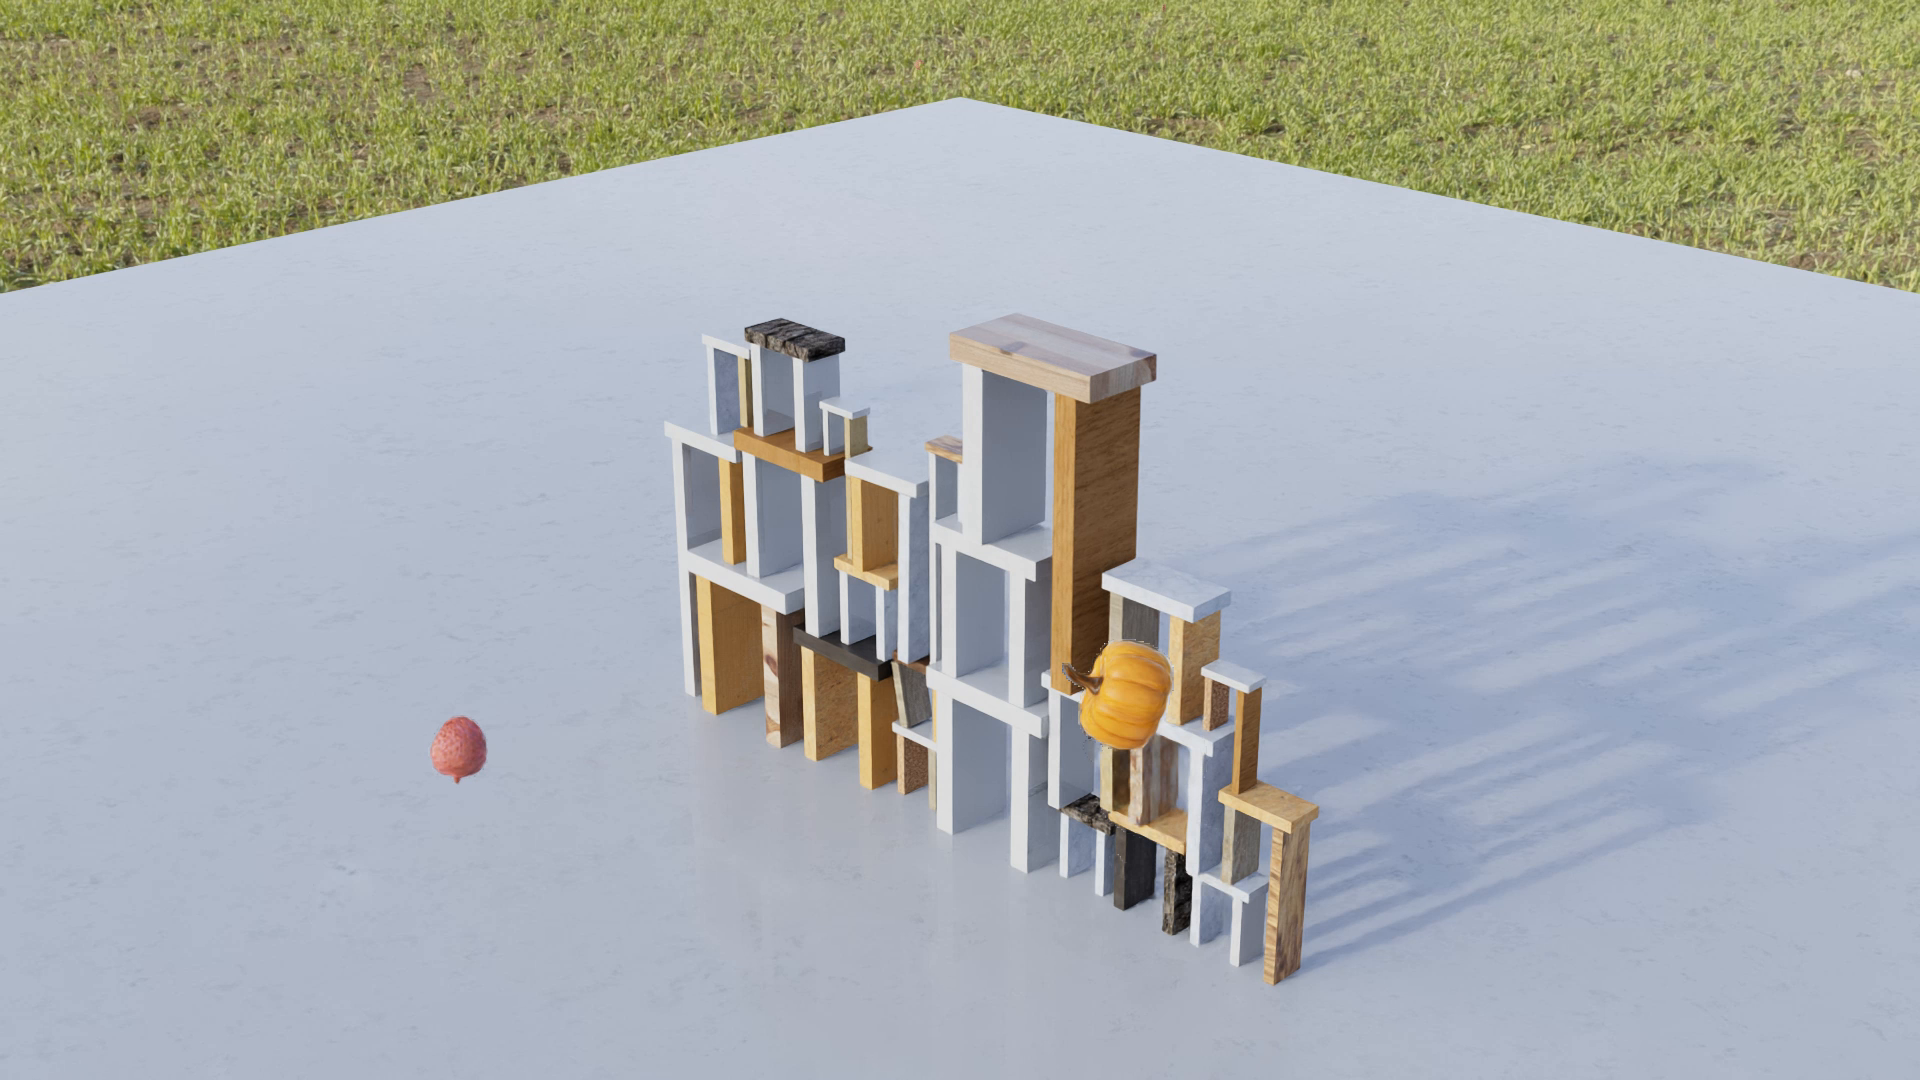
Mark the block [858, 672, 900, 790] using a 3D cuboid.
[{"bbox_3d":[-0.149,0.375,4.545,0.037,0.259,0.130,21,31,41],"label":"block"}]

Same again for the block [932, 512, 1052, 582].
[{"bbox_3d":[0.089,0.003,4.123,0.269,0.038,0.135,21,31,41],"label":"block"}]

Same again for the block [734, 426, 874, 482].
[{"bbox_3d":[-0.321,-0.189,4.500,0.138,0.039,0.275,-21,31,-41],"label":"block"}]

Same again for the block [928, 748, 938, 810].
[{"bbox_3d":[-0.032,0.475,4.465,0.069,0.138,0.020,-21,31,-41],"label":"block"}]

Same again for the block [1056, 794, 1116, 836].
[{"bbox_3d":[0.256,0.515,4.168,0.069,0.020,0.138,-21,31,-40],"label":"block"}]

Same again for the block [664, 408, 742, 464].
[{"bbox_3d":[-0.508,-0.224,4.684,0.238,0.034,0.119,21,31,41],"label":"block"}]

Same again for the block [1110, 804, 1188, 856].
[{"bbox_3d":[0.372,0.520,4.045,0.090,0.025,0.179,-22,31,-40],"label":"block"}]

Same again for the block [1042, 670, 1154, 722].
[{"bbox_3d":[0.256,0.273,4.055,0.099,0.028,0.197,-22,31,-40],"label":"block"}]

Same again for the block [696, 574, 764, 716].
[{"bbox_3d":[-0.496,0.208,4.854,0.046,0.326,0.163,21,31,41],"label":"block"}]

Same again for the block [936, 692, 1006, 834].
[{"bbox_3d":[0.024,0.420,4.380,0.043,0.306,0.153,21,31,41],"label":"block"}]

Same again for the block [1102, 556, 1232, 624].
[{"bbox_3d":[0.362,0.086,3.867,0.208,0.029,0.104,21,31,41],"label":"block"}]

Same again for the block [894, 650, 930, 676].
[{"bbox_3d":[-0.060,0.243,4.399,0.070,0.020,0.140,-21,31,-40],"label":"block"}]

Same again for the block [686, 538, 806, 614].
[{"bbox_3d":[-0.419,0.067,4.711,0.326,0.046,0.163,21,31,41],"label":"block"}]

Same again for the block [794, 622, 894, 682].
[{"bbox_3d":[-0.210,0.215,4.544,0.259,0.037,0.130,21,31,41],"label":"block"}]

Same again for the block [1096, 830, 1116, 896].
[{"bbox_3d":[0.288,0.601,4.169,0.020,0.138,0.069,21,31,41],"label":"block"}]

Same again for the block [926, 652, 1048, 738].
[{"bbox_3d":[0.097,0.287,4.245,0.153,0.043,0.306,-21,31,-41],"label":"block"}]

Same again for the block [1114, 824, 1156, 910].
[{"bbox_3d":[0.329,0.597,4.124,0.090,0.179,0.025,-21,31,-41],"label":"block"}]

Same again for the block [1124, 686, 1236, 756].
[{"bbox_3d":[0.402,0.322,3.918,0.204,0.029,0.102,21,31,41],"label":"block"}]

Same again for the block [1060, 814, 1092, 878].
[{"bbox_3d":[0.224,0.575,4.228,0.069,0.138,0.020,-21,31,-41],"label":"block"}]

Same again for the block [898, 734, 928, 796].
[{"bbox_3d":[-0.097,0.450,4.525,0.069,0.138,0.020,-21,31,-41],"label":"block"}]

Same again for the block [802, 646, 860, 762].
[{"bbox_3d":[-0.271,0.327,4.658,0.037,0.259,0.130,21,31,41],"label":"block"}]

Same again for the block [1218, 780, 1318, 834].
[{"bbox_3d":[0.538,0.460,3.837,0.158,0.022,0.079,21,31,41],"label":"block"}]

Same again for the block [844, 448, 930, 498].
[{"bbox_3d":[-0.121,-0.133,4.297,0.199,0.028,0.099,20,30,40],"label":"block"}]

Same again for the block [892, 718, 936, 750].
[{"bbox_3d":[-0.065,0.390,4.464,0.138,0.020,0.069,21,31,40],"label":"block"}]

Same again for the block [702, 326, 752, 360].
[{"bbox_3d":[-0.457,-0.409,4.553,0.076,0.021,0.151,-21,31,-41],"label":"block"}]

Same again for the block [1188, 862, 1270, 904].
[{"bbox_3d":[0.485,0.605,3.952,0.070,0.020,0.139,-21,31,-41],"label":"block"}]

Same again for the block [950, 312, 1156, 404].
[{"bbox_3d":[0.162,-0.326,3.907,0.172,0.049,0.344,-21,31,-40],"label":"block"}]

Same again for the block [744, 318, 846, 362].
[{"bbox_3d":[-0.332,-0.403,4.417,0.195,0.028,0.098,21,31,41],"label":"block"}]

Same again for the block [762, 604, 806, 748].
[{"bbox_3d":[-0.343,0.268,4.713,0.046,0.326,0.163,21,31,41],"label":"block"}]

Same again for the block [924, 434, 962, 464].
[{"bbox_3d":[-0.004,-0.169,4.152,0.059,0.017,0.119,-21,31,-40],"label":"block"}]

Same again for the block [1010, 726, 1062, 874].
[{"bbox_3d":[0.168,0.476,4.247,0.043,0.306,0.153,21,31,41],"label":"block"}]

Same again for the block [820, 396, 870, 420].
[{"bbox_3d":[-0.228,-0.262,4.358,0.048,0.014,0.096,-21,31,-40],"label":"block"}]

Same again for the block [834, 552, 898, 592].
[{"bbox_3d":[-0.169,0.057,4.427,0.081,0.023,0.161,-21,31,-41],"label":"block"}]

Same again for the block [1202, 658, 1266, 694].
[{"bbox_3d":[0.474,0.235,3.805,0.103,0.015,0.051,21,31,40],"label":"block"}]
